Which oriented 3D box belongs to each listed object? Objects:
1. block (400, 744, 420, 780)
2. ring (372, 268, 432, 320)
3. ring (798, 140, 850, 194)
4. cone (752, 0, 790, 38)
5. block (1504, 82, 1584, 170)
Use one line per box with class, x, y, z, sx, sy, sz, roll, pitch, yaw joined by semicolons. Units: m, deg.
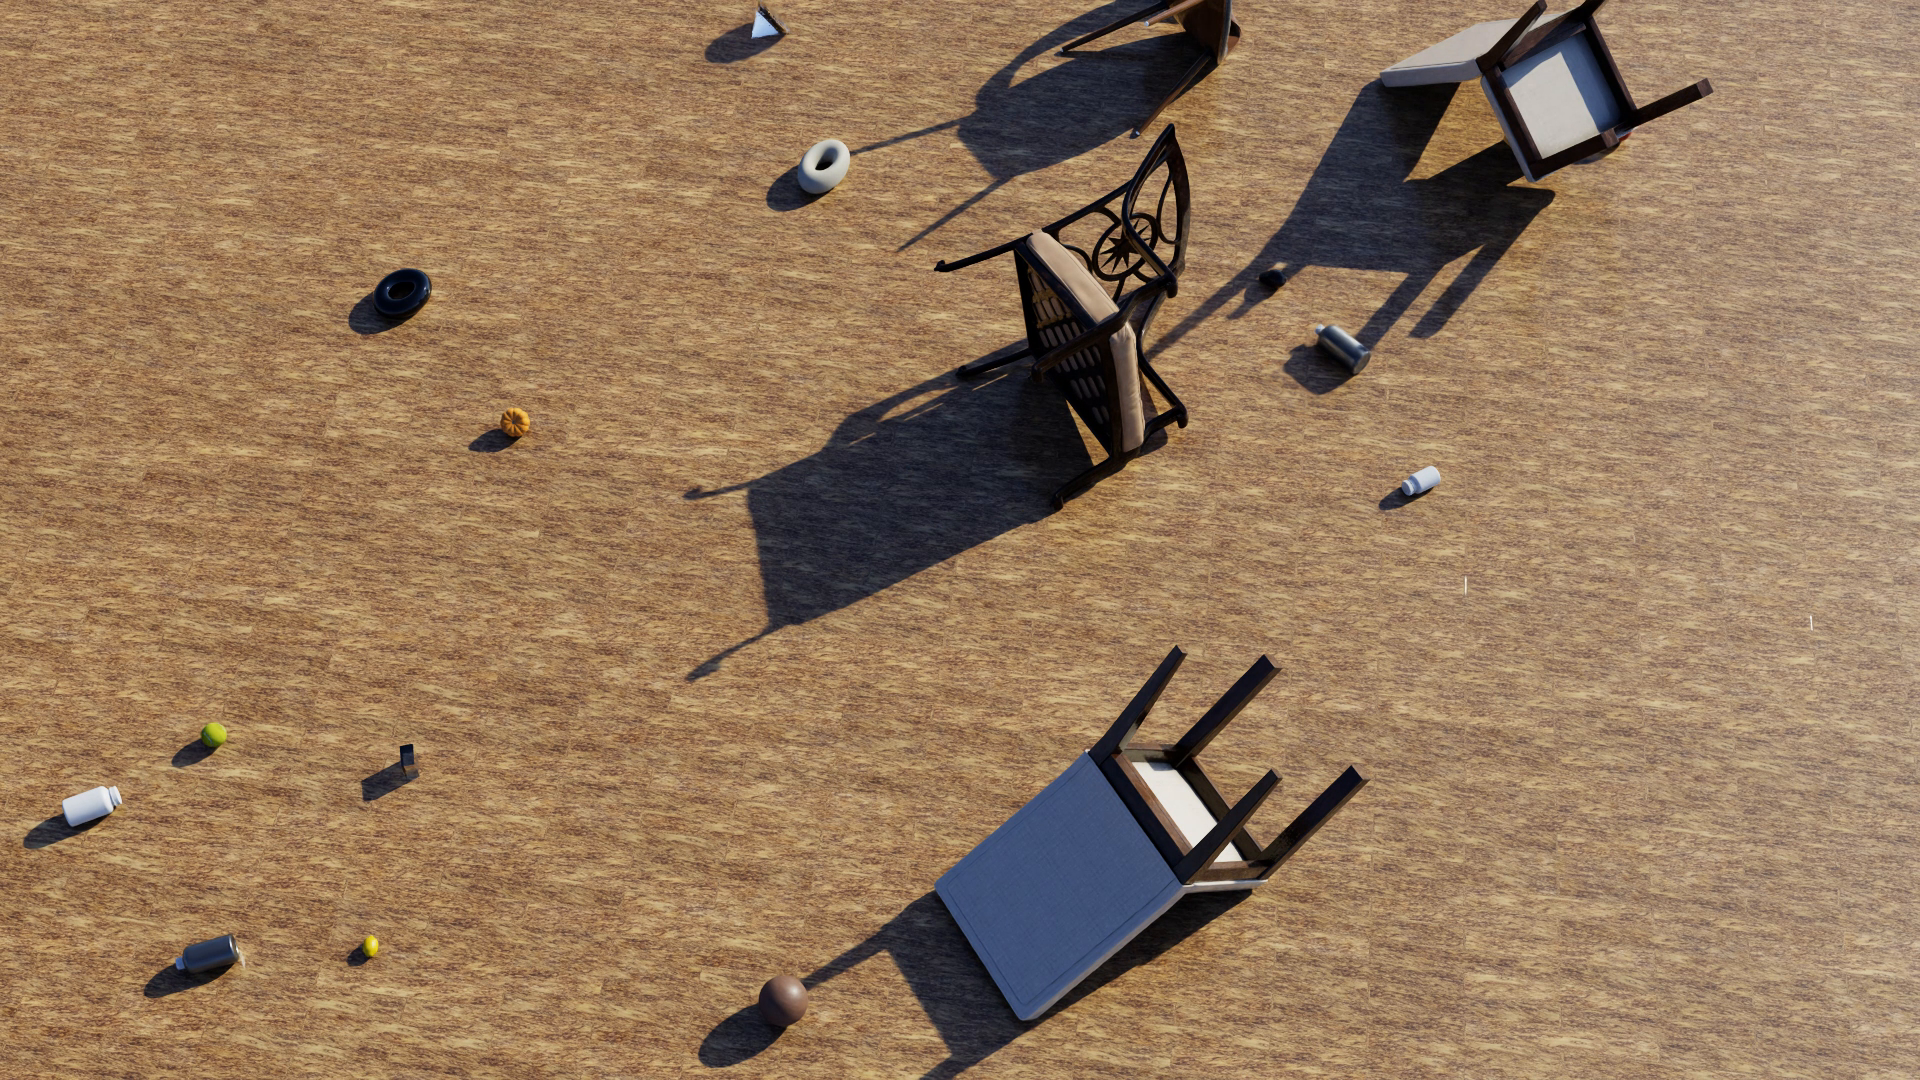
block;-1.531;0.616;6.118;0.037;0.071;0.067;-10;57;-7
ring;-1.792;-0.792;7.068;0.173;0.064;0.208;28;60;19
ring;-0.457;-1.251;7.366;0.154;0.081;0.232;24;58;14
cone;-0.695;-1.808;7.748;0.115;0.154;0.155;-41;53;14
block;1.960;-1.393;7.393;0.157;0.192;0.165;-28;60;-17
